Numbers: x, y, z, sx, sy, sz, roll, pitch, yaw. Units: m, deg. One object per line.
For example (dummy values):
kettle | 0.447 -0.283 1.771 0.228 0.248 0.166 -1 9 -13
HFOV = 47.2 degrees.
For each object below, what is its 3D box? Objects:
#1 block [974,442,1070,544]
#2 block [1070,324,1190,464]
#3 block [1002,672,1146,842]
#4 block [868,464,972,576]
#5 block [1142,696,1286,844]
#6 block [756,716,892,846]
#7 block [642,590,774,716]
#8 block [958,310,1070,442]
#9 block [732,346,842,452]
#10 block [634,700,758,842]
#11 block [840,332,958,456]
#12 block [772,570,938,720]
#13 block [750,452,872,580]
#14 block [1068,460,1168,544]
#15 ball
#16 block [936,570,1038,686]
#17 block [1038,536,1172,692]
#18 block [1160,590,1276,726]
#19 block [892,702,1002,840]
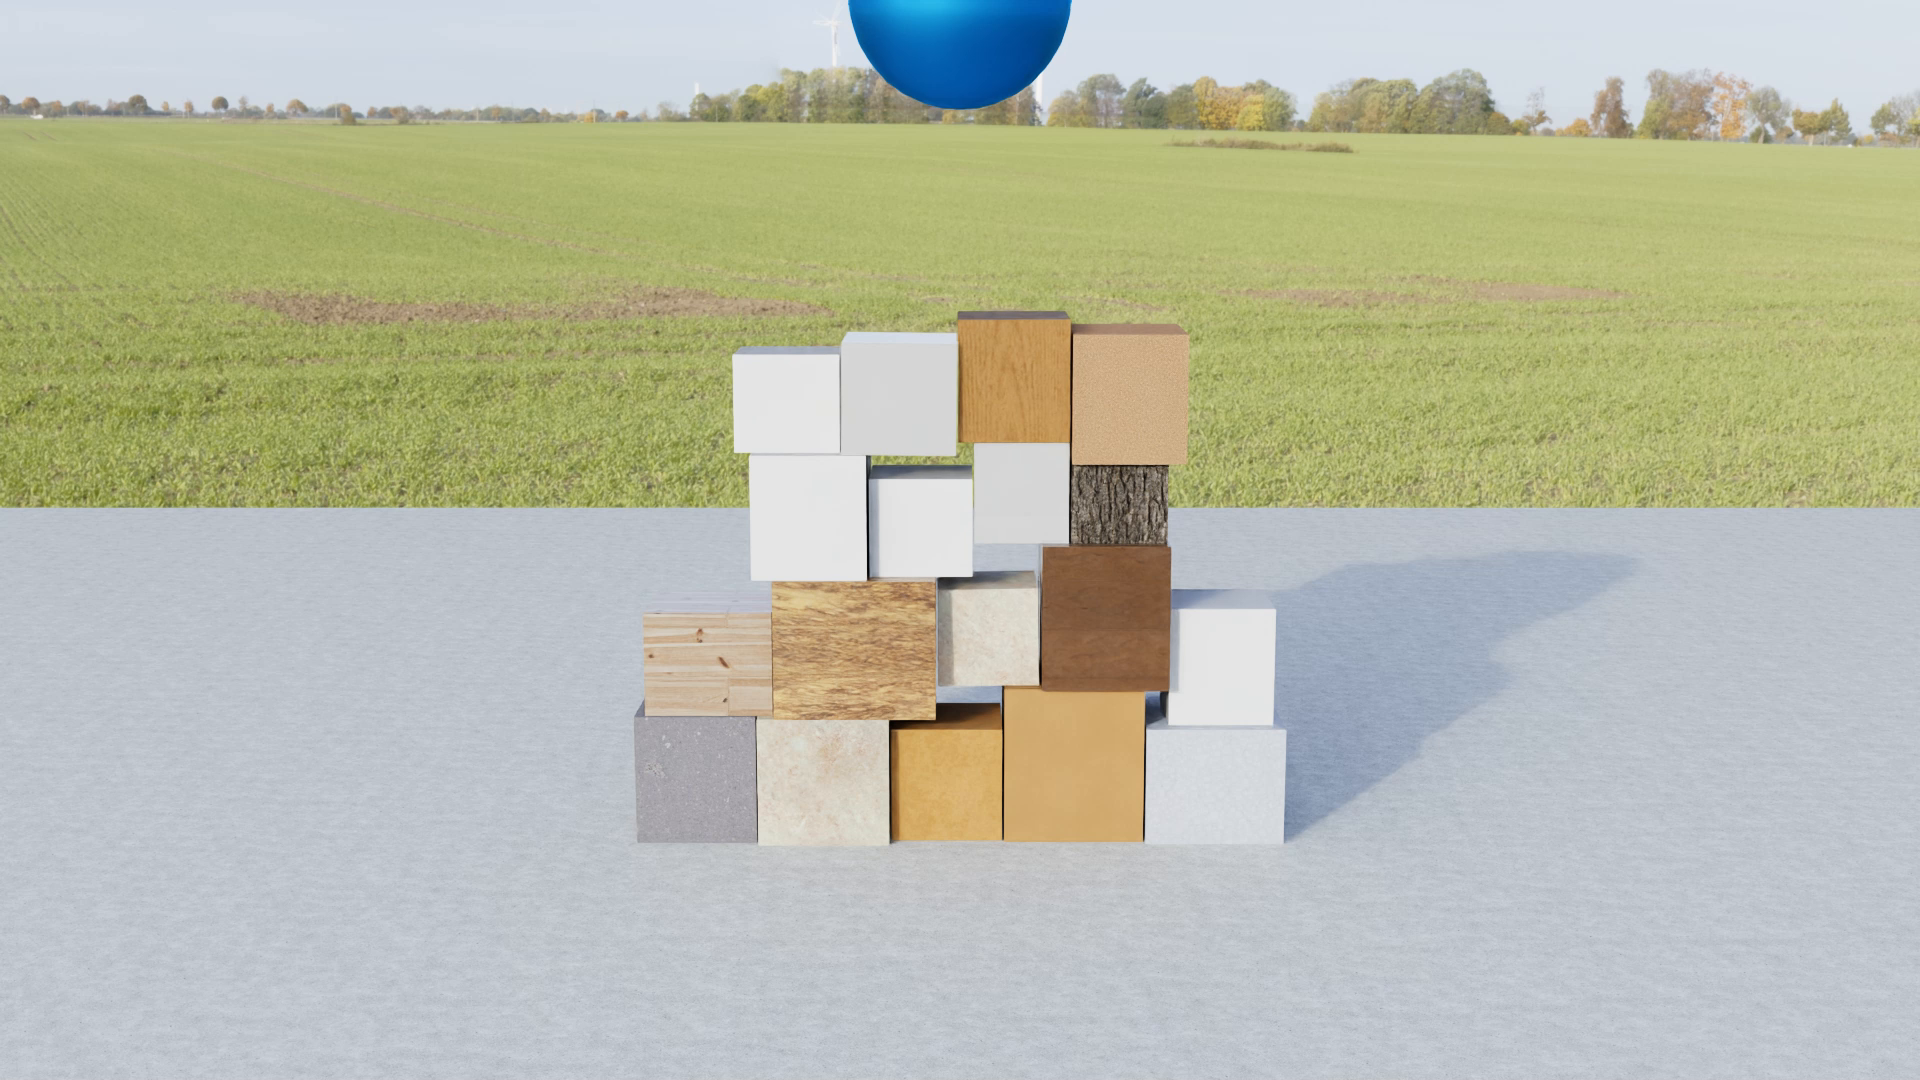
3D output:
block | 0.306 -0.276 11.123 0.469 0.507 0.483 0 10 0
block | 0.834 -0.742 11.063 0.563 0.639 0.646 0 10 0
block | 0.575 1.082 11.390 0.703 0.795 0.638 0 10 0
block | -0.195 -0.102 11.163 0.513 0.491 0.497 0 10 0
block | 1.285 1.183 11.392 0.698 0.596 0.674 0 10 0
block | -0.687 1.151 11.406 0.659 0.654 0.761 0 10 0
block | -1.260 0.574 11.265 0.640 0.528 0.552 0 10 0
block | 0.264 -0.825 11.038 0.551 0.605 0.539 0 10 0
block | -0.854 -0.709 11.038 0.522 0.485 0.438 0 10 0
block | -1.330 1.151 11.399 0.608 0.656 0.663 0 10 0
block | -0.298 -0.739 11.034 0.565 0.550 0.610 1 10 0
block | -0.526 0.485 11.272 0.808 0.704 0.743 0 10 0
block | -0.747 -0.165 11.141 0.571 0.622 0.669 0 10 0
block | 0.791 -0.226 11.140 0.481 0.403 0.500 0 10 0
ball | 0.000 -3.887 15.713 1.600 1.600 1.600 0 10 0
block | 0.138 0.448 11.279 0.510 0.495 0.475 -1 10 0
block | 0.725 0.331 11.251 0.635 0.733 0.704 0 10 0
block | 1.316 0.595 11.295 0.527 0.597 0.507 0 10 0
block | -0.067 1.192 11.382 0.560 0.581 0.539 0 10 0
